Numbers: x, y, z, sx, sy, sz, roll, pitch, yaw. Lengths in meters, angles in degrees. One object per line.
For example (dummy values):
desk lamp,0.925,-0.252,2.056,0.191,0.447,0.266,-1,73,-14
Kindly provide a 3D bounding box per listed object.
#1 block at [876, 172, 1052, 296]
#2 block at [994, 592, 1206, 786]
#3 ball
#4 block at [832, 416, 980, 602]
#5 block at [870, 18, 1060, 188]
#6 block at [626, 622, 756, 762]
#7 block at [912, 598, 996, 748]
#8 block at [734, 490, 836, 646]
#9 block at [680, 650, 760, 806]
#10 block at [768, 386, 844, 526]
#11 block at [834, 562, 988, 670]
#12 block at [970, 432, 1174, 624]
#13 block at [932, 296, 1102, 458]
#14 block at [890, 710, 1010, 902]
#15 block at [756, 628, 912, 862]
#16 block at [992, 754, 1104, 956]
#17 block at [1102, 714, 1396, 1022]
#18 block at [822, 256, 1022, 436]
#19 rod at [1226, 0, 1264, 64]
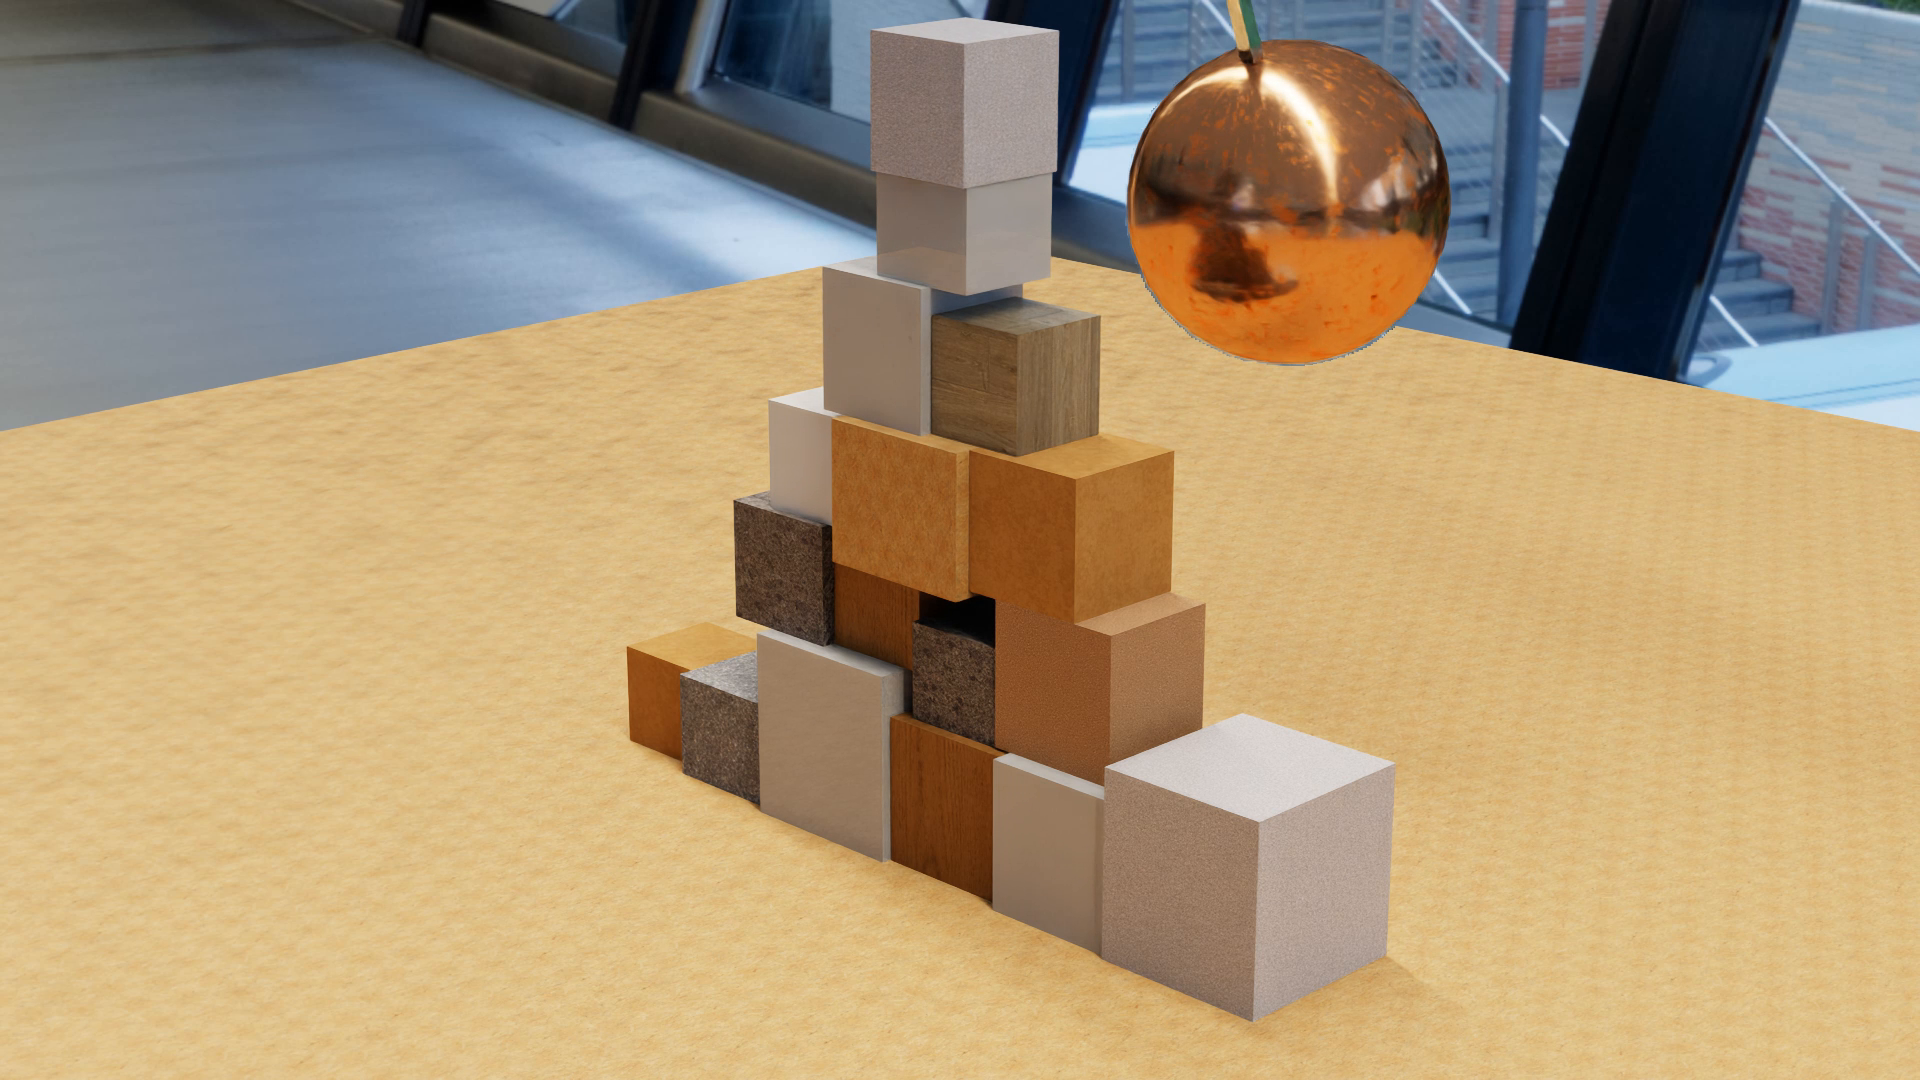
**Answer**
block,0.018,-1.391,12.898,0.531,0.471,0.556,-17,24,-42
block,0.612,0.597,12.880,0.612,0.692,0.681,-17,24,-42
ball,1.623,-1.671,14.518,1.600,1.600,1.600,0,17,0
block,-0.036,-0.216,13.289,0.744,0.679,0.798,-17,24,-42
block,0.019,-1.906,12.731,0.580,0.612,0.571,-17,24,-42
block,-1.320,0.784,14.993,0.532,0.514,0.533,-17,24,-42
block,0.173,0.587,13.325,0.570,0.468,0.525,-17,24,-42
block,-0.636,0.088,14.037,0.629,0.585,0.623,-17,24,-42
block,-0.923,0.911,14.566,0.666,0.527,0.638,-17,24,-42
block,-0.516,-0.403,13.747,0.524,0.525,0.546,-17,24,-42
block,-0.210,0.271,13.643,0.492,0.467,0.564,-17,24,-42
block,0.485,-0.082,12.814,0.627,0.643,0.630,-17,24,-42
block,0.246,-0.724,12.878,0.519,0.541,0.525,17,24,42
block,0.188,1.147,13.509,0.724,0.711,0.705,-17,24,-42
block,-0.365,0.880,14.018,0.834,0.915,0.858,-17,24,-42
block,0.667,1.294,13.021,0.801,0.723,0.674,-17,24,-42
block,1.225,1.373,12.494,0.902,0.889,0.839,-17,24,-42
block,-0.169,-0.910,13.253,0.641,0.664,0.633,-17,24,-42
rod,0.703,-4.392,12.698,0.080,5.200,0.080,17,46,42
